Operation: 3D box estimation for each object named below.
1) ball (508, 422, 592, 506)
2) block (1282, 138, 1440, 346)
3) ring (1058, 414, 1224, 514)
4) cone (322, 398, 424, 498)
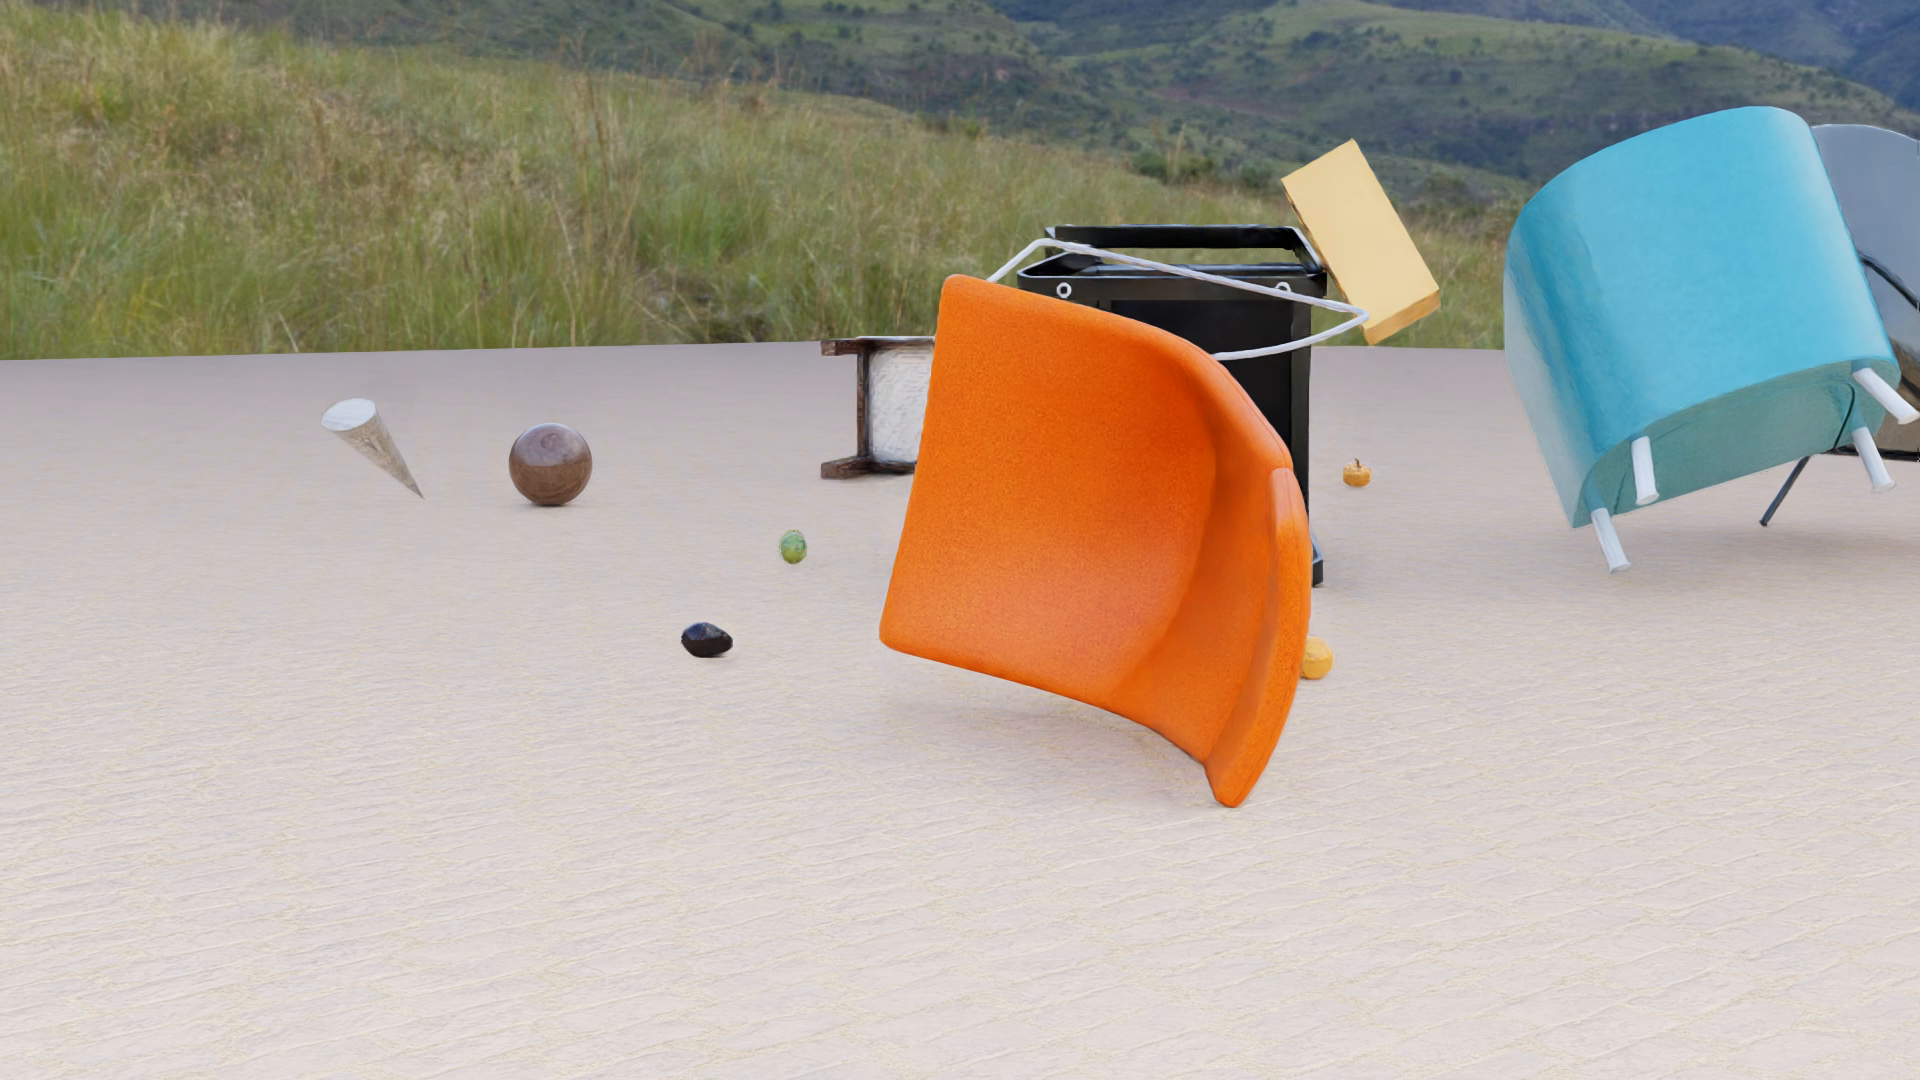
[{"bbox_3d":[-1.173,-0.217,7.352,0.240,0.240,0.240,0,6,0],"label":"ball"},{"bbox_3d":[0.819,-0.602,5.225,0.164,0.350,0.245,-29,-8,8],"label":"block"},{"bbox_3d":[0.489,-0.202,6.936,0.478,0.163,0.404,-17,-31,41],"label":"ring"},{"bbox_3d":[-1.663,-0.238,7.451,0.131,0.351,0.315,-49,31,-20],"label":"cone"}]
